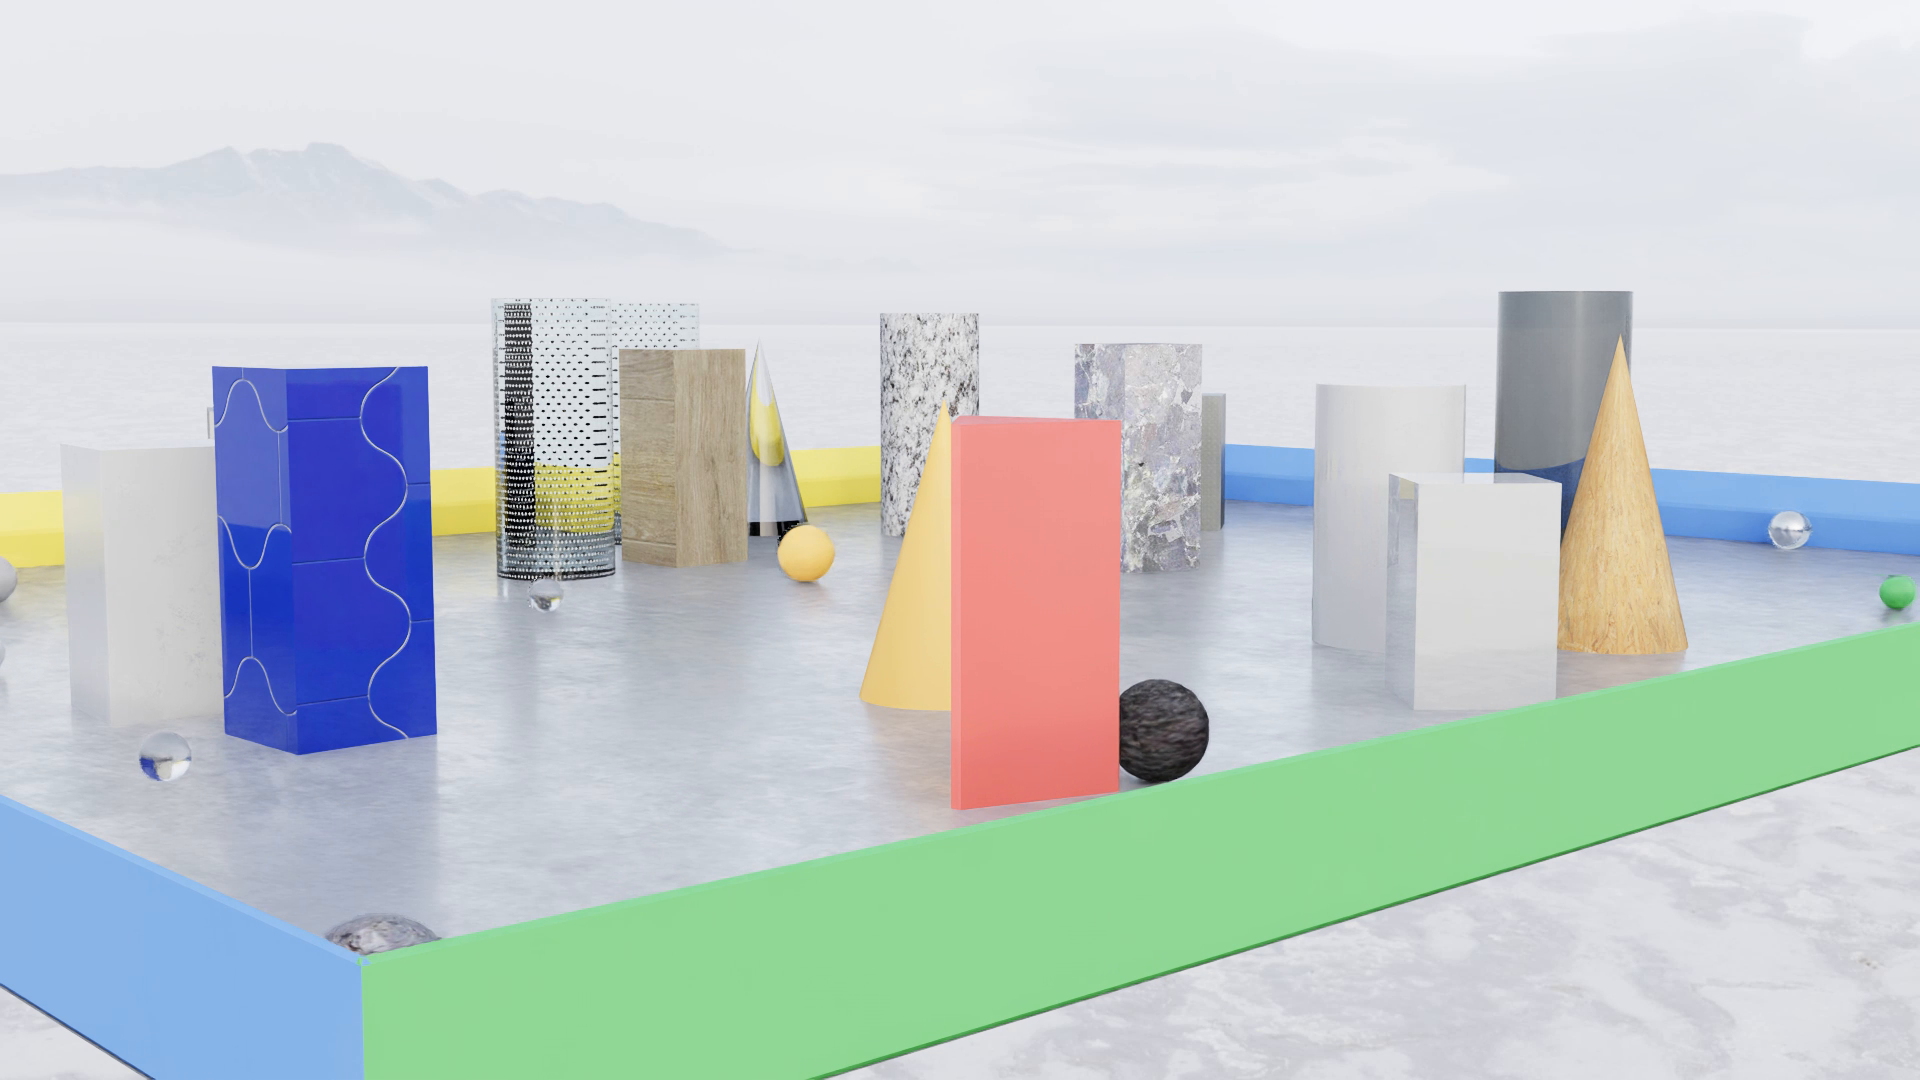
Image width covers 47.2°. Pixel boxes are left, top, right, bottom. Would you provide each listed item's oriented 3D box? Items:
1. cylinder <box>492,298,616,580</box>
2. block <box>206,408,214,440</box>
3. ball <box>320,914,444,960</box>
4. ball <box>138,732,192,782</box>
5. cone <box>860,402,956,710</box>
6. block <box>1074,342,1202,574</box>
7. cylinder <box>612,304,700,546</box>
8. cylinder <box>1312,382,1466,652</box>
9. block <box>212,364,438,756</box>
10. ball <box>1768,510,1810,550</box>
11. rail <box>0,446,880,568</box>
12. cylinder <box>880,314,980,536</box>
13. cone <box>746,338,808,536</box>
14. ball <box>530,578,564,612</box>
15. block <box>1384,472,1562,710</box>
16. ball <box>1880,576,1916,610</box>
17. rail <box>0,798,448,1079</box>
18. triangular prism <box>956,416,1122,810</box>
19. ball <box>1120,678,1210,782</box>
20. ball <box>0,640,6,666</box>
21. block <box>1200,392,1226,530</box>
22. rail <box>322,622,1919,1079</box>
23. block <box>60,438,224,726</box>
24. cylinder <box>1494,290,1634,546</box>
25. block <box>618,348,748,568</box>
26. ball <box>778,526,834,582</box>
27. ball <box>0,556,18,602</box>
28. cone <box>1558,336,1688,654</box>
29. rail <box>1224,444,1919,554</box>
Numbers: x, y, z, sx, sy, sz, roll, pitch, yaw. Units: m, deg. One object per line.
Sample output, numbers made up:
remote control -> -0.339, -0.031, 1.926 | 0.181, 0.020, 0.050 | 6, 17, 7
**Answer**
cylinder -> -0.685, -0.174, 3.710 | 0.199, 0.465, 0.199 | 0, 6, 0
block -> -1.132, -0.070, 3.571 | 0.159, 0.287, 0.159 | -2, 6, -20
ball -> -0.334, 0.265, 1.261 | 0.099, 0.099, 0.099 | 0, 6, 0
ball -> -0.755, 0.205, 2.087 | 0.048, 0.048, 0.048 | 0, 6, 0
cone -> -0.018, 0.009, 2.539 | 0.199, 0.345, 0.199 | 0, 6, 0
block -> 0.308, -0.147, 3.827 | 0.159, 0.387, 0.159 | -3, 7, -29
cylinder -> -0.602, -0.227, 4.255 | 0.199, 0.459, 0.199 | 0, 6, 0
cylinder -> 0.577, -0.037, 2.963 | 0.199, 0.348, 0.199 | 0, 6, 0
block -> -0.664, 0.012, 2.302 | 0.159, 0.387, 0.159 | -6, 8, -44
ball -> 1.555, -0.020, 4.121 | 0.074, 0.074, 0.074 | 0, 6, 0
rail -> -0.981, -0.077, 4.389 | 3.505, 0.129, 0.045 | -5, 8, -42
cylinder -> -0.060, -0.234, 4.408 | 0.199, 0.440, 0.199 | 0, 6, 0
cone -> -0.403, -0.214, 4.437 | 0.199, 0.394, 0.199 | 0, 6, 0
ball -> -0.612, 0.082, 3.254 | 0.050, 0.050, 0.050 | 0, 6, 0
block -> 0.586, 0.056, 2.528 | 0.159, 0.254, 0.159 | 0, 6, -1
ball -> 1.402, 0.079, 3.288 | 0.050, 0.050, 0.050 | 0, 6, 0
rail -> -1.270, 0.155, 2.166 | 0.045, 0.129, 2.940 | -5, 8, -42
triangular prism -> 0.038, 0.059, 2.056 | 0.172, 0.345, 0.149 | -3, 7, -27
ball -> 0.188, 0.180, 2.083 | 0.098, 0.098, 0.098 | 0, 6, 0
ball -> -1.201, 0.140, 2.708 | 0.048, 0.048, 0.048 | 0, 6, 0
block -> 0.464, -0.164, 4.541 | 0.159, 0.273, 0.159 | 1, 6, 10
rail -> 0.981, 0.144, 2.275 | 3.505, 0.129, 0.045 | -5, 8, -42
block -> -0.896, 0.041, 2.460 | 0.159, 0.297, 0.159 | -4, 7, -36
cylinder -> 0.916, -0.141, 3.353 | 0.199, 0.473, 0.199 | 0, 6, 0
block -> -0.492, -0.151, 3.913 | 0.159, 0.377, 0.159 | -6, 8, -44
ball -> -0.253, 0.022, 3.619 | 0.094, 0.094, 0.094 | 0, 6, 0
ball -> -1.473, 0.060, 3.338 | 0.078, 0.078, 0.078 | 0, 6, 0
cone -> 0.875, -0.067, 2.936 | 0.199, 0.414, 0.199 | 0, 6, 0
rail -> 1.270, -0.088, 4.498 | 0.045, 0.129, 2.940 | -5, 8, -42
